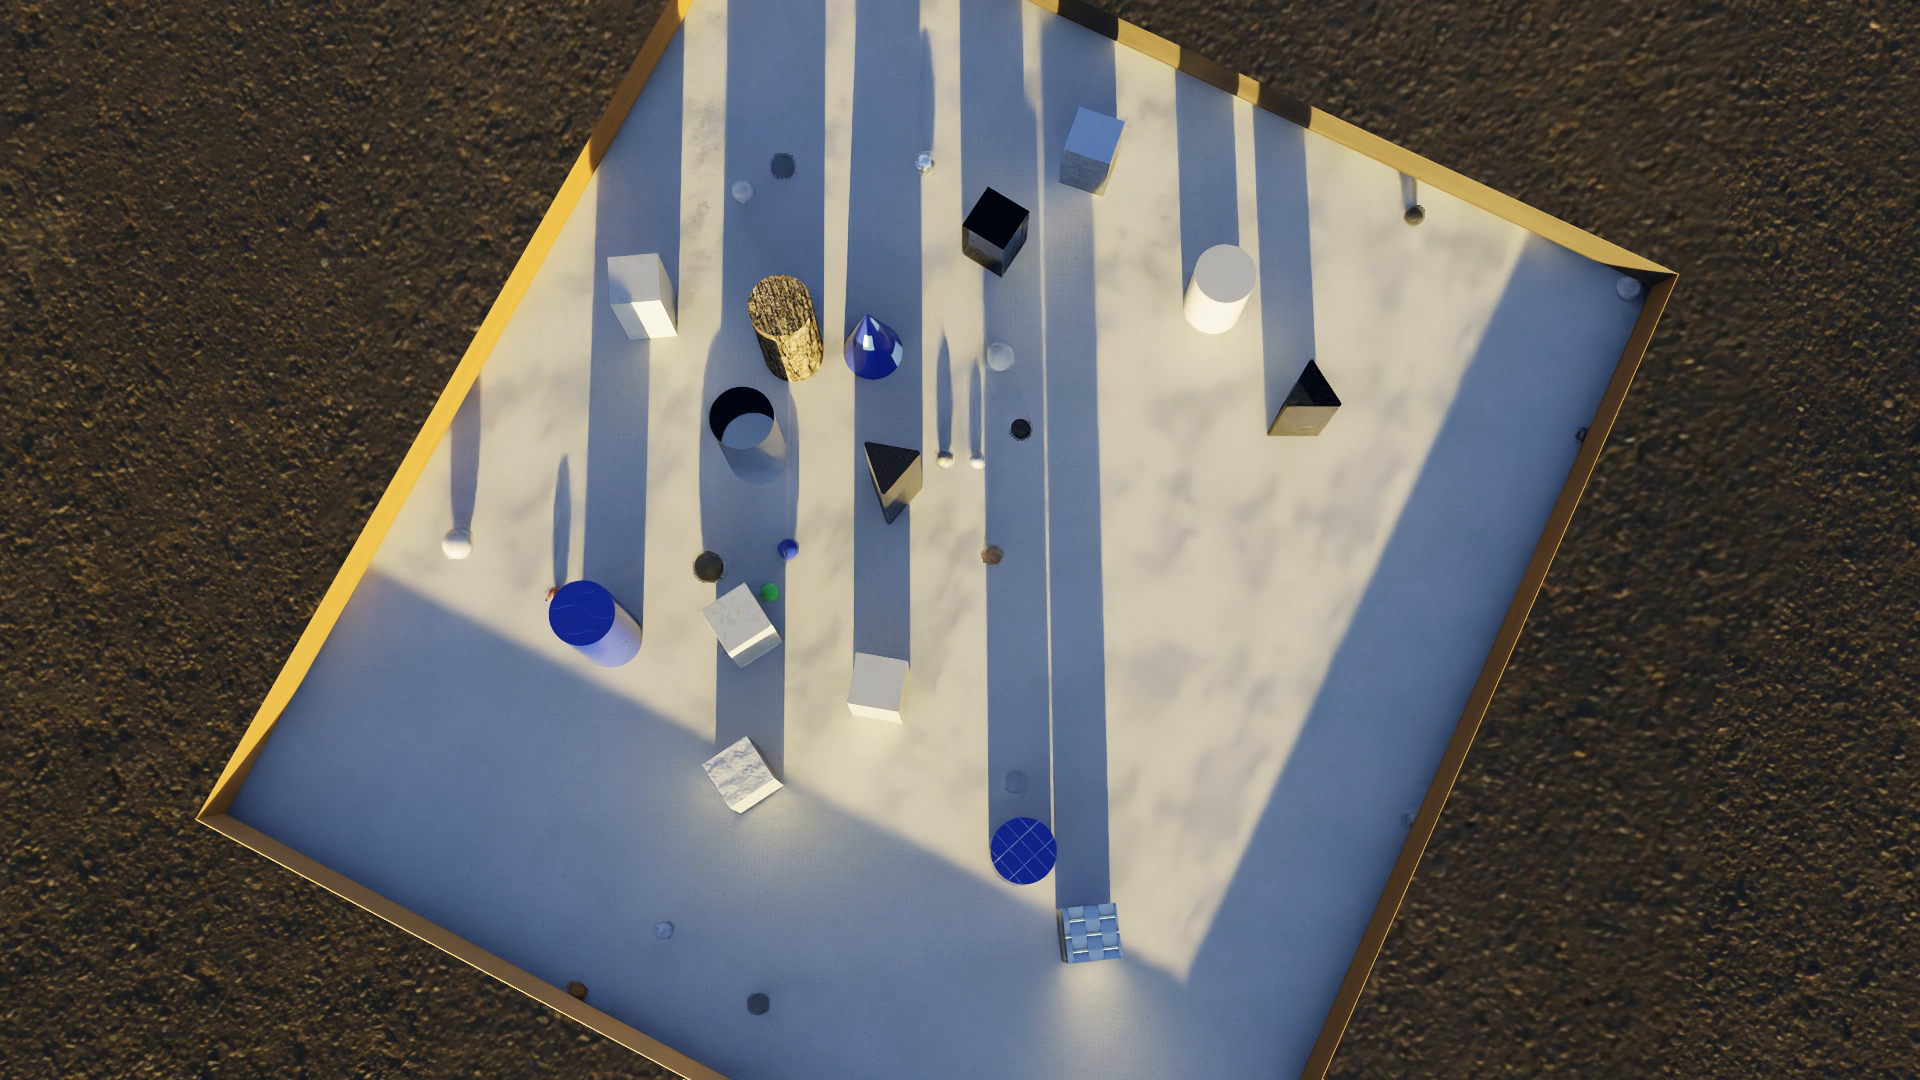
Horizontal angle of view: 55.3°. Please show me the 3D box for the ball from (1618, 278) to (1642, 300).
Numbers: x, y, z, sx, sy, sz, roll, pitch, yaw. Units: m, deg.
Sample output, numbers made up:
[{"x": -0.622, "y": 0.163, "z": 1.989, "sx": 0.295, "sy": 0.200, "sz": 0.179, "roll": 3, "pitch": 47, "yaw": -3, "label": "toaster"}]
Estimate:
[{"x": 2.100, "y": -0.786, "z": 5.743, "sx": 0.070, "sy": 0.070, "sz": 0.070, "roll": 0, "pitch": 78, "yaw": 0, "label": "ball"}]

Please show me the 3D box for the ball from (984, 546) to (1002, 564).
[{"x": 0.102, "y": 0.044, "z": 5.578, "sx": 0.057, "sy": 0.057, "sz": 0.057, "roll": 0, "pitch": 78, "yaw": 0, "label": "ball"}]

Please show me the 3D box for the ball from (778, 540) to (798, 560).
[{"x": -0.524, "y": 0.028, "z": 5.579, "sx": 0.062, "sy": 0.062, "sz": 0.062, "roll": 0, "pitch": 78, "yaw": 0, "label": "ball"}]

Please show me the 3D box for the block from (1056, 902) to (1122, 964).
[{"x": 0.363, "y": 1.115, "z": 5.203, "sx": 0.149, "sy": 0.357, "sz": 0.149, "roll": -6, "pitch": 78, "yaw": -1, "label": "block"}]

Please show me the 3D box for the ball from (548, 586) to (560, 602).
[{"x": -1.221, "y": 0.169, "z": 5.553, "sx": 0.056, "sy": 0.056, "sz": 0.056, "roll": 0, "pitch": 78, "yaw": 0, "label": "ball"}]

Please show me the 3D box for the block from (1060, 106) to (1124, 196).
[{"x": 0.411, "y": -1.213, "z": 5.735, "sx": 0.149, "sy": 0.258, "sz": 0.149, "roll": 19, "pitch": 79, "yaw": 4, "label": "block"}]

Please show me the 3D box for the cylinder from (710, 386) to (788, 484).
[{"x": -0.625, "y": -0.306, "z": 5.459, "sx": 0.186, "sy": 0.433, "sz": 0.186, "roll": 0, "pitch": 78, "yaw": 0, "label": "cylinder"}]

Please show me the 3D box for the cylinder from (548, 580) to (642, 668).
[{"x": -1.055, "y": 0.249, "z": 5.333, "sx": 0.186, "sy": 0.453, "sz": 0.186, "roll": 0, "pitch": 78, "yaw": 0, "label": "cylinder"}]

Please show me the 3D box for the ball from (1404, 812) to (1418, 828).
[{"x": 1.335, "y": 0.829, "z": 5.421, "sx": 0.046, "sy": 0.046, "sz": 0.046, "roll": 0, "pitch": 78, "yaw": 0, "label": "ball"}]

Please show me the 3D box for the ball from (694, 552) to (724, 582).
[{"x": -0.759, "y": 0.081, "z": 5.552, "sx": 0.093, "sy": 0.093, "sz": 0.093, "roll": 0, "pitch": 78, "yaw": 0, "label": "ball"}]

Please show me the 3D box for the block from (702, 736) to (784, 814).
[{"x": -0.630, "y": 0.685, "z": 5.337, "sx": 0.149, "sy": 0.269, "sz": 0.149, "roll": -33, "pitch": 80, "yaw": -7, "label": "block"}]

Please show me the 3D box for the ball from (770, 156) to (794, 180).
[{"x": -0.563, "y": -1.184, "z": 5.823, "sx": 0.075, "sy": 0.075, "sz": 0.075, "roll": 0, "pitch": 78, "yaw": 0, "label": "ball"}]

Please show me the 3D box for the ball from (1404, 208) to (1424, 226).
[{"x": 1.436, "y": -1.022, "z": 5.797, "sx": 0.061, "sy": 0.061, "sz": 0.061, "roll": 0, "pitch": 78, "yaw": 0, "label": "ball"}]

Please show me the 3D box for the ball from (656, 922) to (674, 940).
[{"x": -0.863, "y": 1.140, "z": 5.354, "sx": 0.052, "sy": 0.052, "sz": 0.052, "roll": 0, "pitch": 78, "yaw": 0, "label": "ball"}]

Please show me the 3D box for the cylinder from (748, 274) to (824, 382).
[{"x": -0.520, "y": -0.631, "z": 5.513, "sx": 0.186, "sy": 0.458, "sz": 0.186, "roll": 0, "pitch": 78, "yaw": 0, "label": "cylinder"}]

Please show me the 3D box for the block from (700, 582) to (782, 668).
[{"x": -0.639, "y": 0.255, "z": 5.398, "sx": 0.149, "sy": 0.324, "sz": 0.149, "roll": -33, "pitch": 80, "yaw": -6, "label": "block"}]

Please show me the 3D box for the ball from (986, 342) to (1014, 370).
[{"x": 0.125, "y": -0.569, "z": 5.690, "sx": 0.086, "sy": 0.086, "sz": 0.086, "roll": 0, "pitch": 78, "yaw": 0, "label": "ball"}]

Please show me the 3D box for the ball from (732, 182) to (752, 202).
[{"x": -0.689, "y": -1.102, "z": 5.812, "sx": 0.064, "sy": 0.064, "sz": 0.064, "roll": 0, "pitch": 78, "yaw": 0, "label": "ball"}]

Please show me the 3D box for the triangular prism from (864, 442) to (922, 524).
[{"x": -0.220, "y": -0.194, "z": 5.445, "sx": 0.140, "sy": 0.413, "sz": 0.161, "roll": 40, "pitch": 81, "yaw": 8, "label": "triangular prism"}]

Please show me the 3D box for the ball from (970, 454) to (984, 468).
[{"x": 0.051, "y": -0.244, "z": 5.645, "sx": 0.042, "sy": 0.042, "sz": 0.042, "roll": 0, "pitch": 78, "yaw": 0, "label": "ball"}]

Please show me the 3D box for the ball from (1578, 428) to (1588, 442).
[{"x": 1.929, "y": -0.325, "z": 5.662, "sx": 0.042, "sy": 0.042, "sz": 0.042, "roll": 0, "pitch": 78, "yaw": 0, "label": "ball"}]

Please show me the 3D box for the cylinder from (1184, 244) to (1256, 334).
[{"x": 0.795, "y": -0.768, "z": 5.626, "sx": 0.186, "sy": 0.291, "sz": 0.186, "roll": 0, "pitch": 78, "yaw": 0, "label": "cylinder"}]

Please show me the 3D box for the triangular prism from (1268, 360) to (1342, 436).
[{"x": 1.033, "y": -0.428, "z": 5.534, "sx": 0.161, "sy": 0.336, "sz": 0.140, "roll": 0, "pitch": 78, "yaw": 0, "label": "triangular prism"}]

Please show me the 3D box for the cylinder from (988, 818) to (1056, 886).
[{"x": 0.179, "y": 0.901, "z": 5.281, "sx": 0.186, "sy": 0.291, "sz": 0.186, "roll": 0, "pitch": 78, "yaw": 0, "label": "cylinder"}]

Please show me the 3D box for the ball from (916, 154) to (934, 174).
[{"x": -0.110, "y": -1.199, "z": 5.833, "sx": 0.061, "sy": 0.061, "sz": 0.061, "roll": 0, "pitch": 78, "yaw": 0, "label": "ball"}]

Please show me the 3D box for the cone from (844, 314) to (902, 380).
[{"x": -0.272, "y": -0.629, "z": 5.560, "sx": 0.186, "sy": 0.365, "sz": 0.186, "roll": 0, "pitch": 78, "yaw": 0, "label": "cone"}]

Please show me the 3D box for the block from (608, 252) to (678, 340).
[{"x": -0.967, "y": -0.741, "z": 5.598, "sx": 0.149, "sy": 0.336, "sz": 0.149, "roll": -5, "pitch": 78, "yaw": -1, "label": "block"}]

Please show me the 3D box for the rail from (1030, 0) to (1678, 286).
[{"x": 0.768, "y": -1.498, "z": 5.863, "sx": 3.230, "sy": 0.121, "sz": 0.045, "roll": 26, "pitch": 80, "yaw": 5, "label": "rail"}]

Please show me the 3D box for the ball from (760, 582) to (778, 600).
[{"x": -0.579, "y": 0.157, "z": 5.556, "sx": 0.054, "sy": 0.054, "sz": 0.054, "roll": 0, "pitch": 78, "yaw": 0, "label": "ball"}]

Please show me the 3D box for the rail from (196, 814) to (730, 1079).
[{"x": -0.768, "y": 1.511, "z": 5.241, "sx": 3.230, "sy": 0.121, "sz": 0.045, "roll": 26, "pitch": 80, "yaw": 5, "label": "rail"}]

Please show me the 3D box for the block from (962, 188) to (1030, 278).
[{"x": 0.109, "y": -0.954, "z": 5.690, "sx": 0.149, "sy": 0.243, "sz": 0.149, "roll": 32, "pitch": 80, "yaw": 6, "label": "block"}]

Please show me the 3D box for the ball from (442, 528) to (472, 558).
[{"x": -1.528, "y": 0.010, "z": 5.568, "sx": 0.091, "sy": 0.091, "sz": 0.091, "roll": 0, "pitch": 78, "yaw": 0, "label": "ball"}]

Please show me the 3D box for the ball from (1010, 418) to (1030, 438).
[{"x": 0.187, "y": -0.343, "z": 5.656, "sx": 0.061, "sy": 0.061, "sz": 0.061, "roll": 0, "pitch": 78, "yaw": 0, "label": "ball"}]

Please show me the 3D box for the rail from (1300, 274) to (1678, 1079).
[{"x": 1.423, "y": 0.703, "z": 5.408, "sx": 0.045, "sy": 0.121, "sz": 3.482, "roll": 26, "pitch": 80, "yaw": 5, "label": "rail"}]

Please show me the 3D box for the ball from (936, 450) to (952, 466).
[{"x": -0.047, "y": -0.250, "z": 5.642, "sx": 0.050, "sy": 0.050, "sz": 0.050, "roll": 0, "pitch": 78, "yaw": 0, "label": "ball"}]

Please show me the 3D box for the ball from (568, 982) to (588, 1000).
[{"x": -1.110, "y": 1.312, "z": 5.317, "sx": 0.056, "sy": 0.056, "sz": 0.056, "roll": 0, "pitch": 78, "yaw": 0, "label": "ball"}]

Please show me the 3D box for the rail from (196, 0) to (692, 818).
[{"x": -1.423, "y": -0.690, "z": 5.696, "sx": 0.045, "sy": 0.121, "sz": 3.482, "roll": 26, "pitch": 80, "yaw": 5, "label": "rail"}]

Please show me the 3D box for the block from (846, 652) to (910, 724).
[{"x": -0.235, "y": 0.435, "z": 5.371, "sx": 0.149, "sy": 0.304, "sz": 0.149, "roll": 10, "pitch": 78, "yaw": 2, "label": "block"}]

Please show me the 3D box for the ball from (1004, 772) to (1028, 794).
[{"x": 0.166, "y": 0.719, "z": 5.433, "sx": 0.067, "sy": 0.067, "sz": 0.067, "roll": 0, "pitch": 78, "yaw": 0, "label": "ball"}]

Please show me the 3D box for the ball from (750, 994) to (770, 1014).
[{"x": -0.580, "y": 1.343, "z": 5.308, "sx": 0.060, "sy": 0.060, "sz": 0.060, "roll": 0, "pitch": 78, "yaw": 0, "label": "ball"}]
